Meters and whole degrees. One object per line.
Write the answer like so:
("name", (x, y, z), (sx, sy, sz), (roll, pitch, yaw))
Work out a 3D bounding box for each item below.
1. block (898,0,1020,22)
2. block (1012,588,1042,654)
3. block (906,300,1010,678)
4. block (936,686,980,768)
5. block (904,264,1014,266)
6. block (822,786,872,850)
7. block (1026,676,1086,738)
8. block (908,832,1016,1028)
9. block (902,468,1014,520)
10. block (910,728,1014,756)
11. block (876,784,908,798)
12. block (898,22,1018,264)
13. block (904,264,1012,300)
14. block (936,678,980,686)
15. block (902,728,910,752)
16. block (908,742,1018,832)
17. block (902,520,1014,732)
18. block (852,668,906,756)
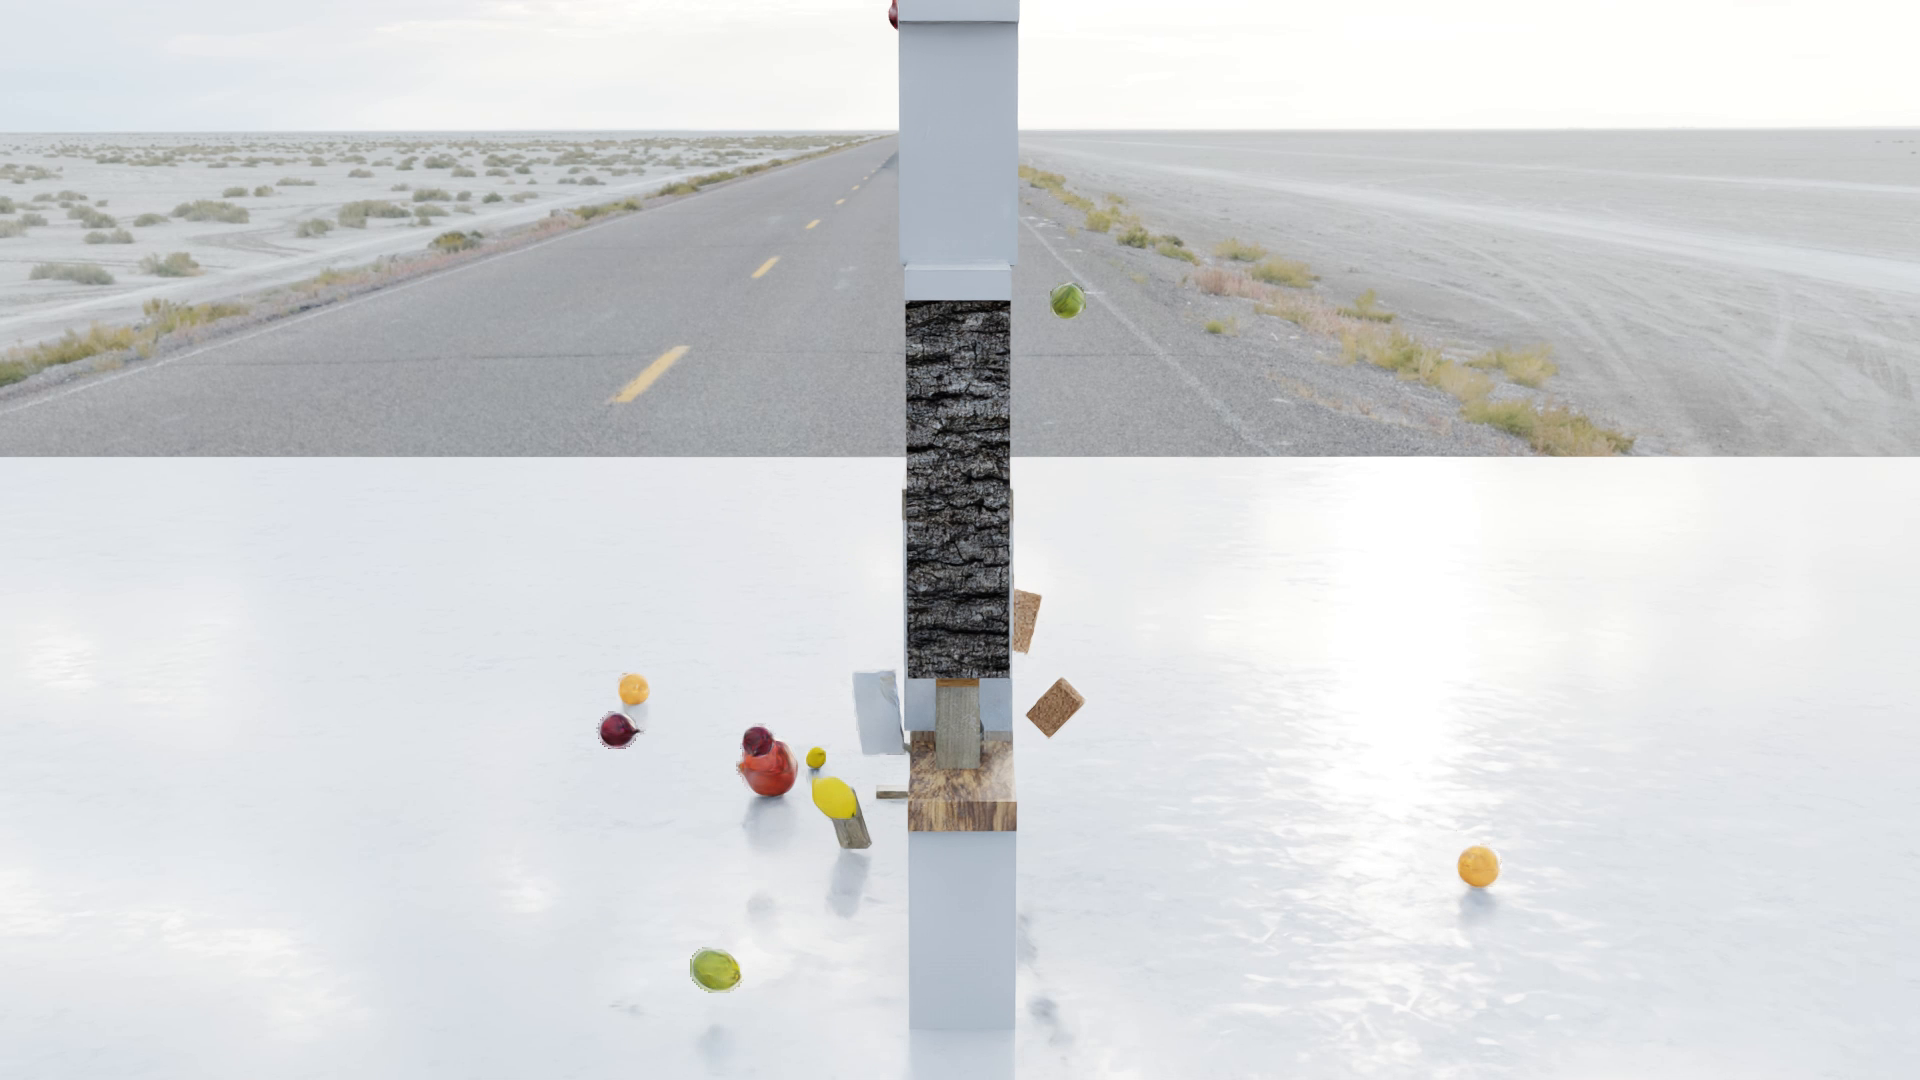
("block", (-0.002, -0.765, 3.170), (0.167, 0.047, 0.334), (0, 11, 0))
("block", (0.116, 0.156, 4.229), (0.058, 0.117, 0.016), (15, -2, -13))
("block", (-0.003, -0.071, 3.091), (0.145, 0.537, 0.041), (0, 11, 0))
("block", (-0.004, 0.268, 3.176), (0.063, 0.125, 0.018), (0, 11, 0))
("block", (-0.002, -0.590, 3.315), (0.167, 0.349, 0.047), (0, 11, 0))
("block", (-0.198, 0.489, 3.875), (0.058, 0.116, 0.016), (-2, 24, 34))
("block", (0.162, 0.285, 3.740), (0.016, 0.058, 0.116), (-38, -10, -44))
("block", (0.003, 0.541, 3.109), (0.151, 0.301, 0.043), (0, 11, 0))
("block", (-0.003, -0.082, 3.390), (0.165, 0.047, 0.329), (0, 11, 0))
("block", (0.002, 0.283, 3.481), (0.157, 0.044, 0.314), (0, 11, 0))
("block", (-0.115, 0.481, 4.217), (0.093, 0.013, 0.046), (-1, 11, -3))
("block", (-0.002, -0.557, 3.095), (0.167, 0.334, 0.047), (0, 11, 0))
("block", (-0.003, -0.373, 3.132), (0.145, 0.041, 0.290), (0, 11, 0))
("block", (-0.004, 0.190, 3.206), (0.063, 0.018, 0.125), (0, 11, 0))
("block", (-0.105, 0.417, 4.551), (0.062, 0.017, 0.123), (-9, 14, -39))
("block", (0.003, 0.353, 3.176), (0.151, 0.043, 0.301), (0, 11, 0))
("block", (-0.003, 0.123, 3.317), (0.165, 0.329, 0.047), (0, 11, 0))
("block", (-0.121, 0.255, 3.274), (0.063, 0.125, 0.018), (-5, 11, 9))
